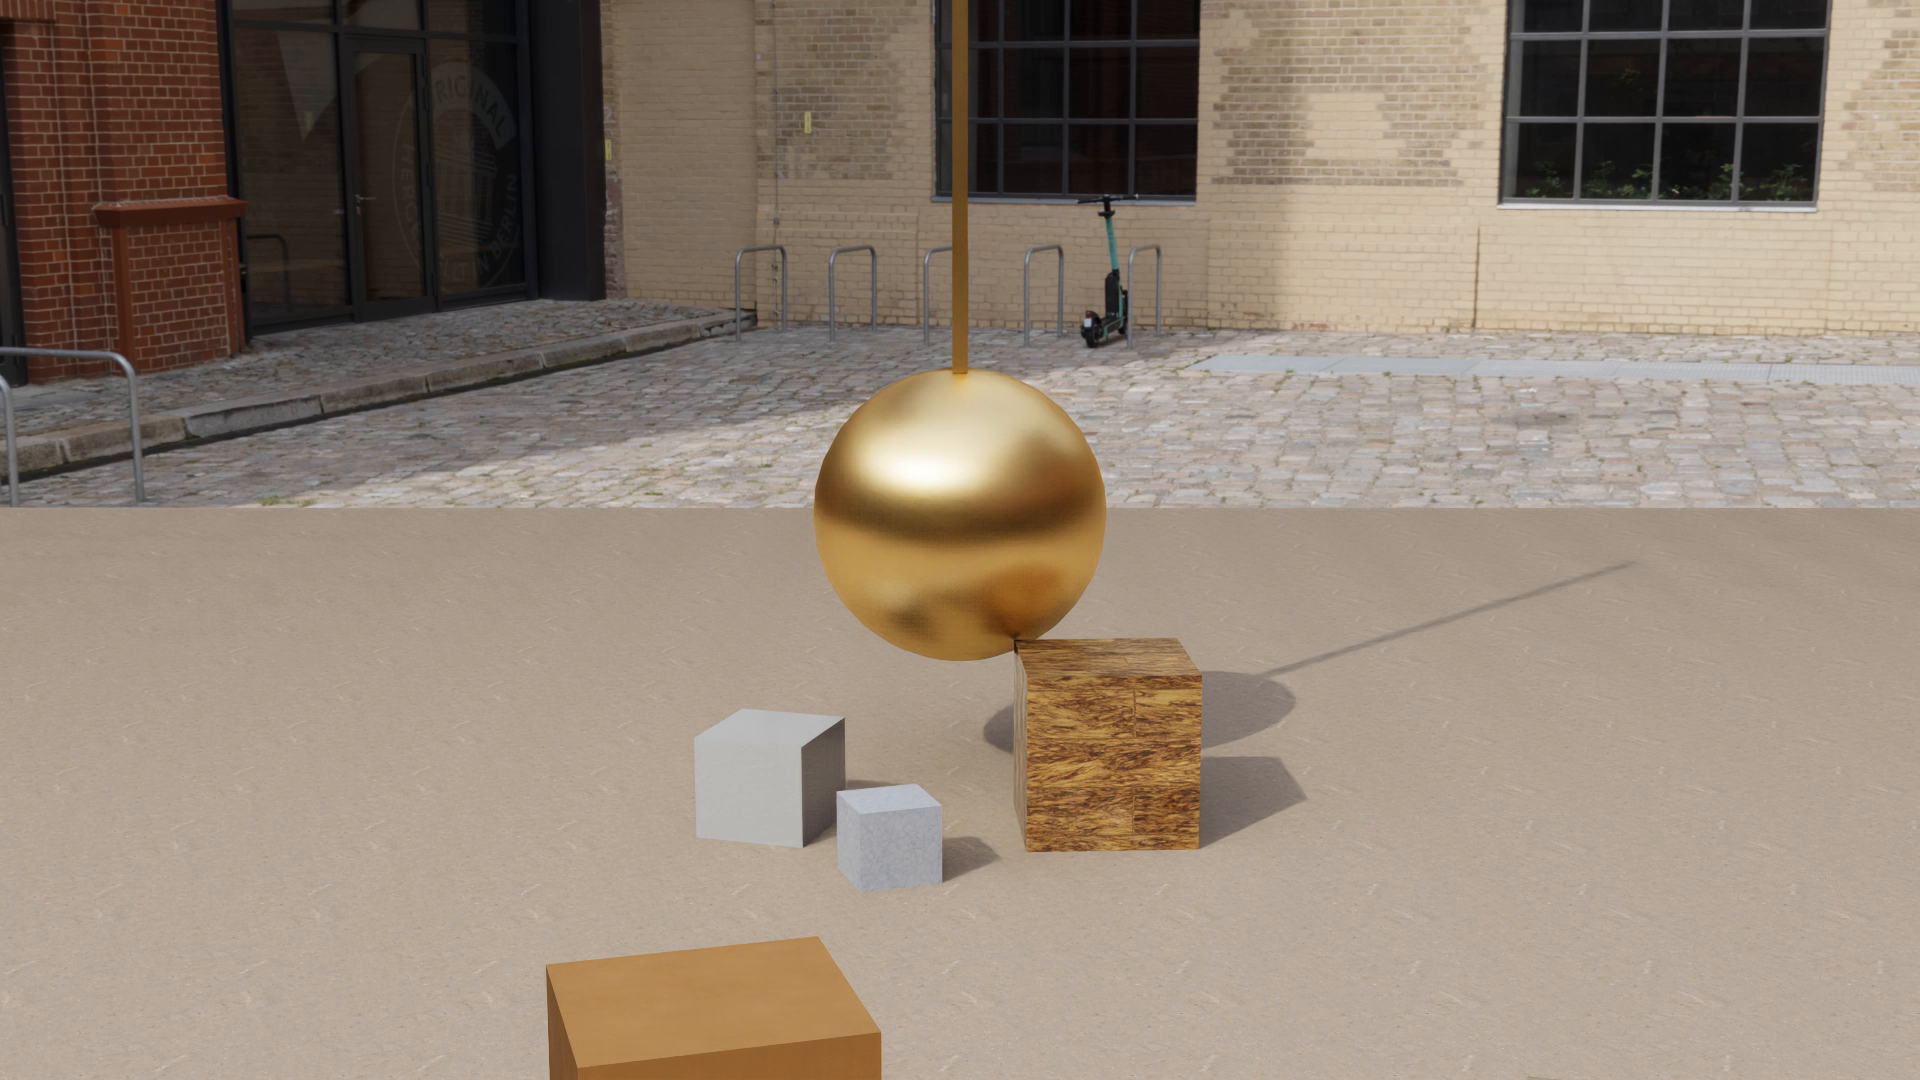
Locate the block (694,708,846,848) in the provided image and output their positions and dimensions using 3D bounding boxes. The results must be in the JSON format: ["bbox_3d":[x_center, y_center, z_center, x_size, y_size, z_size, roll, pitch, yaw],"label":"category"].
[{"bbox_3d":[-0.975,1.223,11.377,0.582,0.524,0.613,3,11,18],"label":"block"}]

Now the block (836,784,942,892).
[{"bbox_3d":[-0.342,1.433,10.606,0.409,0.386,0.386,-4,11,-19],"label":"block"}]

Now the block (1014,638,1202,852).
[{"bbox_3d":[0.742,1.040,11.337,0.866,0.898,0.836,-1,10,-3],"label":"block"}]

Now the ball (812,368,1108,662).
[{"bbox_3d":[0.000,-0.141,11.978,1.600,1.600,1.600,0,10,0],"label":"ball"}]

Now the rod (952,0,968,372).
[{"bbox_3d":[0.000,-3.373,10.924,0.080,5.200,0.080,0,18,0],"label":"rod"}]

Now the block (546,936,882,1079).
[{"bbox_3d":[-0.771,1.851,6.786,0.883,0.931,0.824,-3,11,-16],"label":"block"}]

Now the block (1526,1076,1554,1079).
[{"bbox_3d":[1.986,2.048,6.766,0.491,0.550,0.560,3,11,14],"label":"block"}]
